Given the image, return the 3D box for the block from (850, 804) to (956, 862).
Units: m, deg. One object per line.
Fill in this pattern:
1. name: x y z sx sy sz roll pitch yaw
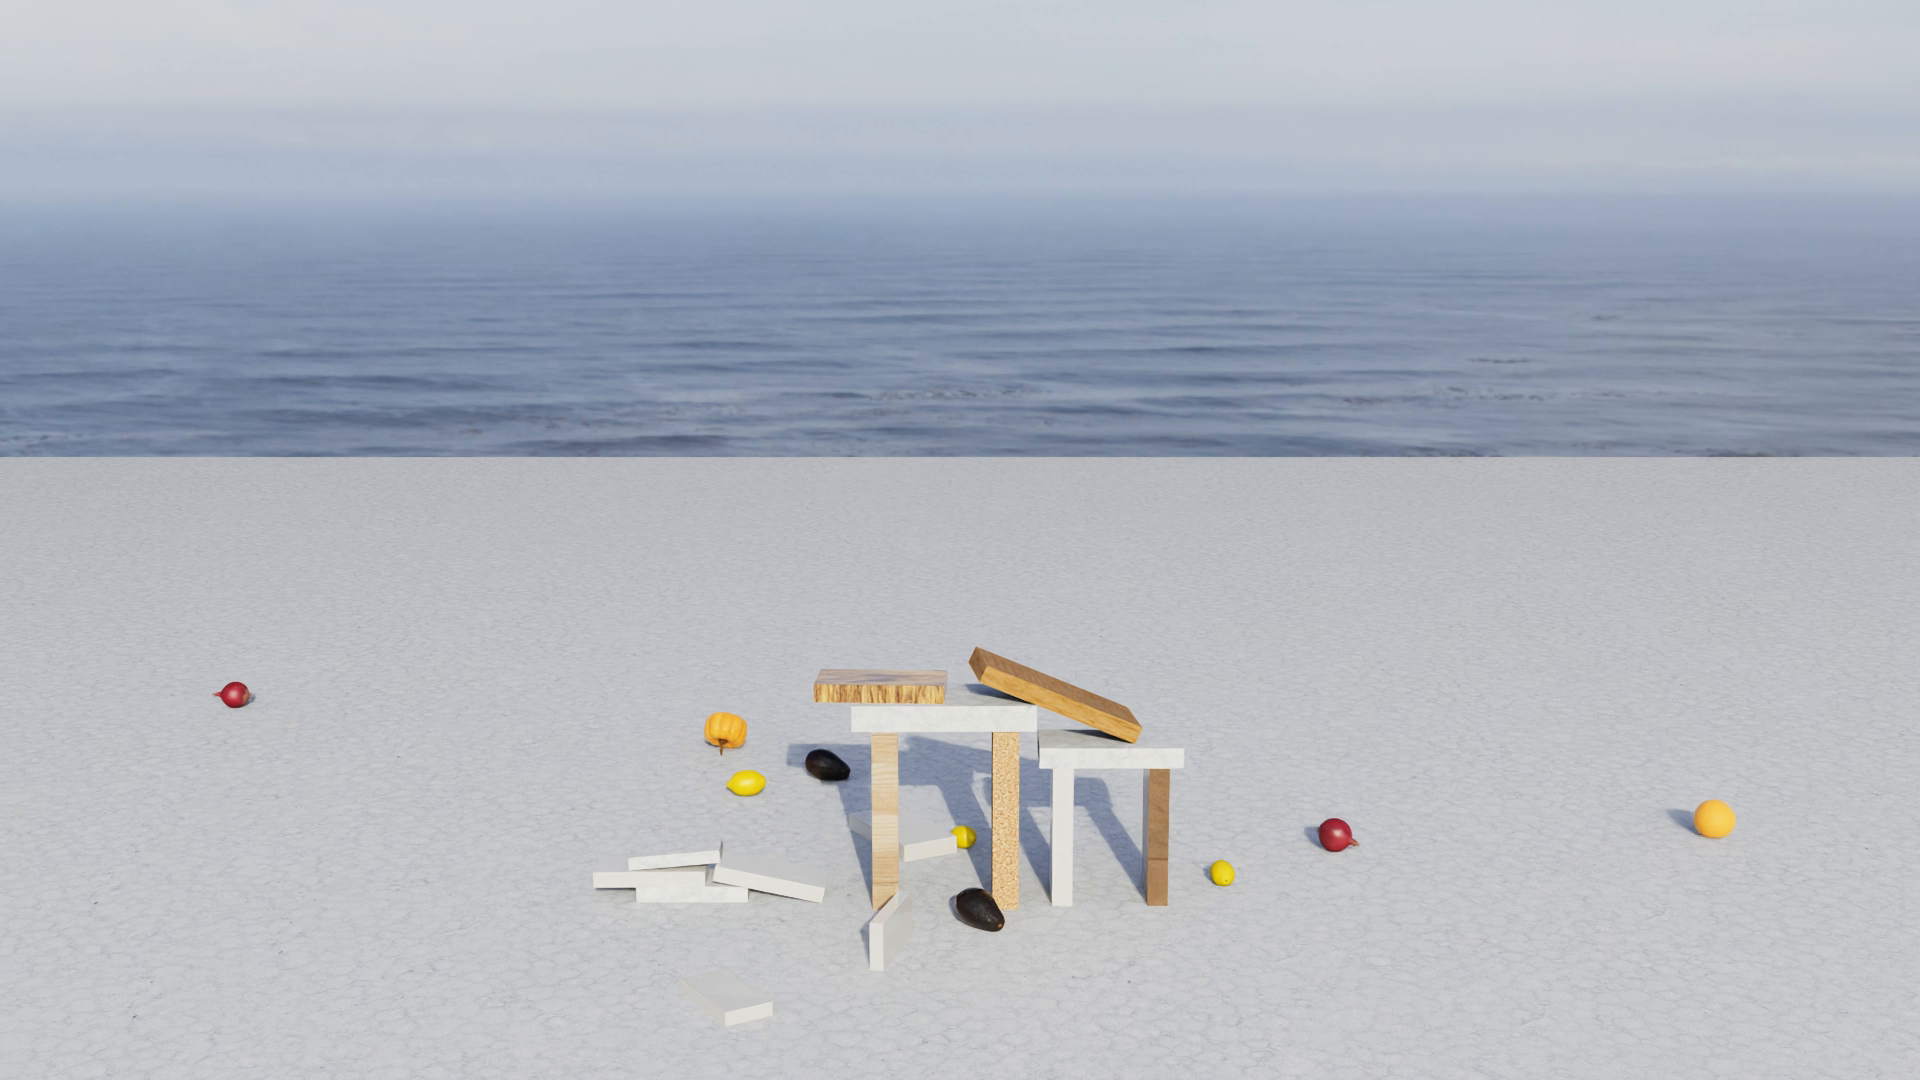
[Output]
1. block: -0.104 0.524 3.941 0.105 0.030 0.211 -6 12 -29

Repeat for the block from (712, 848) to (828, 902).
1. block: -0.314 0.559 3.664 0.184 0.026 0.092 12 10 -2

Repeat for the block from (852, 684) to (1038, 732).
1. block: -0.026 0.275 3.613 0.299 0.042 0.149 0 11 0

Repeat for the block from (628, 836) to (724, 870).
1. block: -0.472 0.522 3.662 0.150 0.021 0.075 -5 10 -1

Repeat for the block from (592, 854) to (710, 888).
1. block: -0.513 0.551 3.666 0.184 0.026 0.092 0 11 -1

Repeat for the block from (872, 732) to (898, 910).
1. block: -0.123 0.444 3.638 0.042 0.299 0.149 0 11 -1

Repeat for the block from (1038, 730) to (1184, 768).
1. block: 0.246 0.344 3.622 0.234 0.033 0.117 0 11 0

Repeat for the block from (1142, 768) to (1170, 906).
1. block: 0.324 0.475 3.646 0.033 0.234 0.117 0 11 0

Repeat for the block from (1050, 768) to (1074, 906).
1. block: 0.168 0.475 3.647 0.033 0.234 0.117 0 11 0

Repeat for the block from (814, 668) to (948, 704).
1. block: -0.129 0.240 3.606 0.211 0.030 0.105 1 11 3

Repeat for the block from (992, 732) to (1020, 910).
1. block: 0.074 0.444 3.639 0.042 0.299 0.149 0 11 0

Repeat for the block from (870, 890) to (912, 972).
1. block: -0.106 0.602 3.397 0.021 0.075 0.150 3 11 15

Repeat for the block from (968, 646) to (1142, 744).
1. block: 0.156 0.254 3.602 0.285 0.030 0.105 22 10 -15

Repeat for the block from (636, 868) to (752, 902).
1. block: -0.442 0.576 3.671 0.184 0.026 0.092 0 11 0

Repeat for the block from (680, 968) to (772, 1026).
1. block: -0.341 0.666 3.204 0.075 0.021 0.150 -7 12 -32
